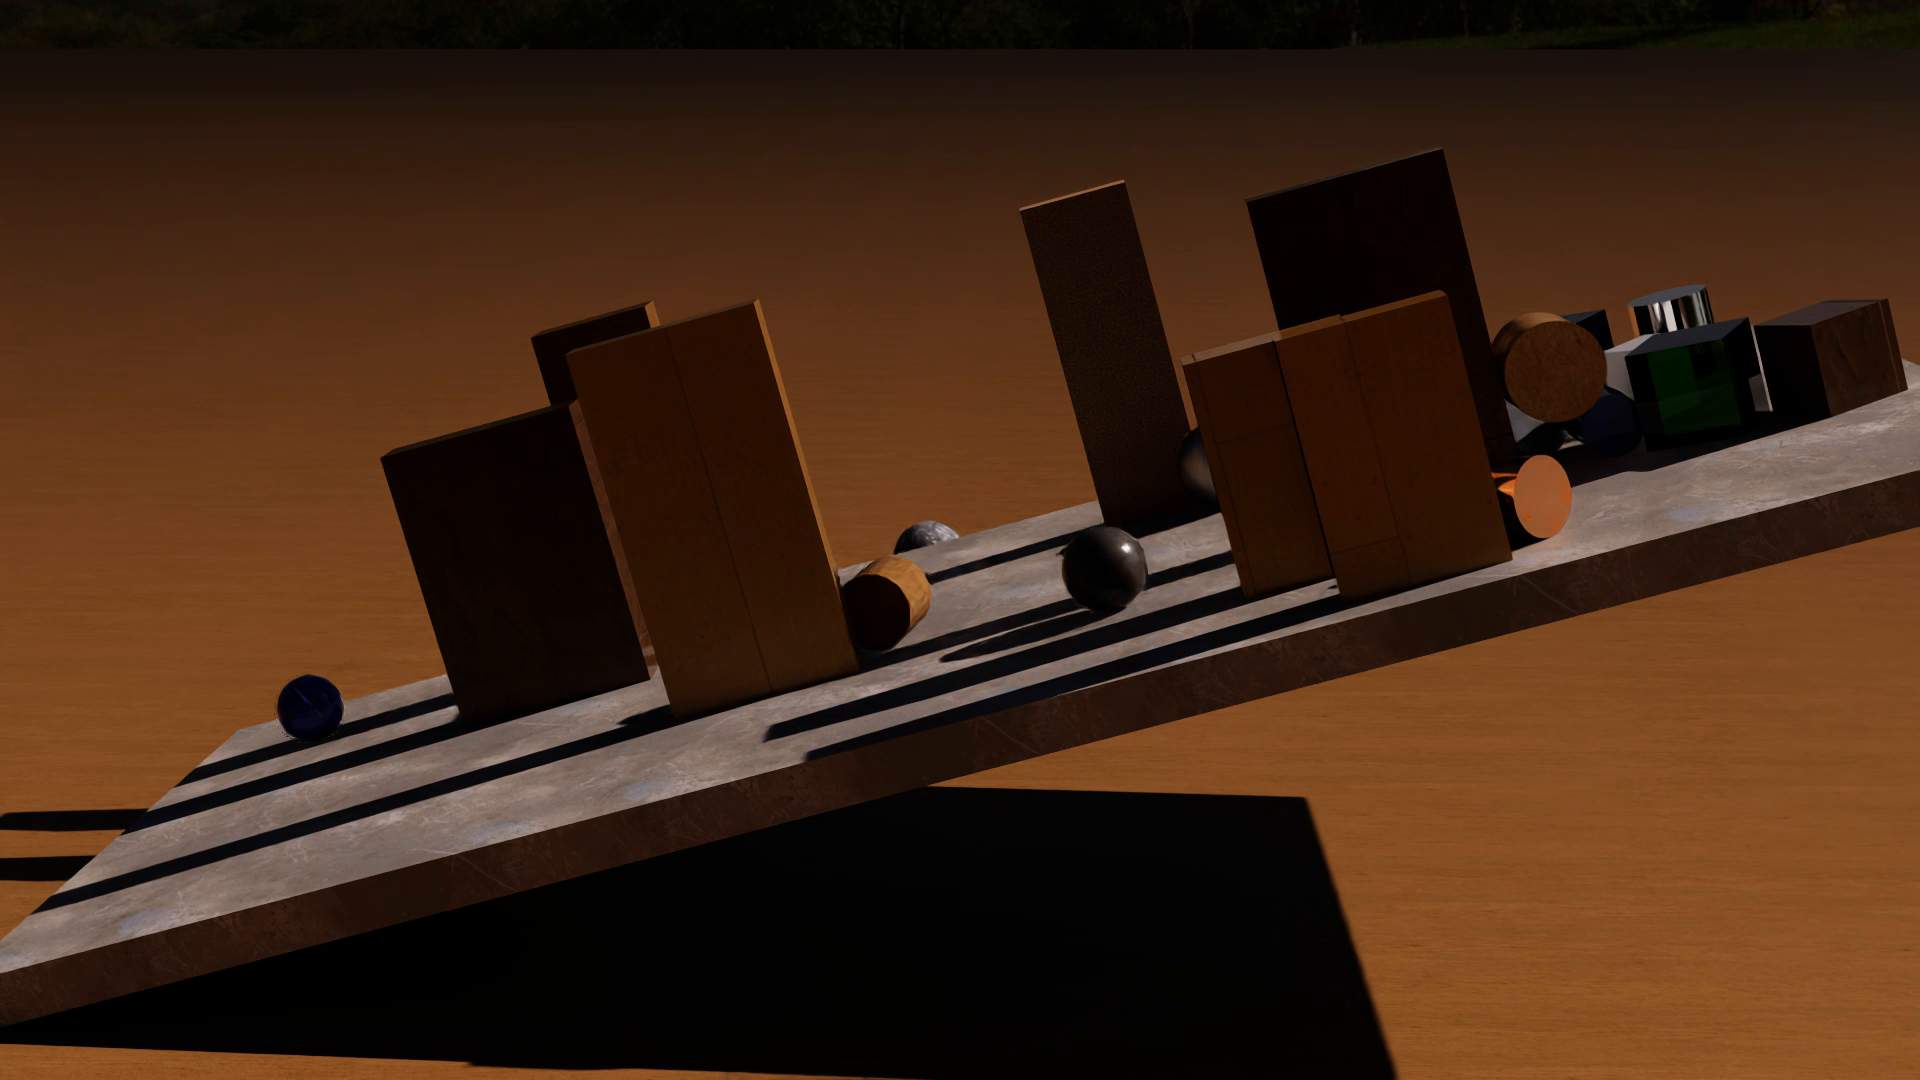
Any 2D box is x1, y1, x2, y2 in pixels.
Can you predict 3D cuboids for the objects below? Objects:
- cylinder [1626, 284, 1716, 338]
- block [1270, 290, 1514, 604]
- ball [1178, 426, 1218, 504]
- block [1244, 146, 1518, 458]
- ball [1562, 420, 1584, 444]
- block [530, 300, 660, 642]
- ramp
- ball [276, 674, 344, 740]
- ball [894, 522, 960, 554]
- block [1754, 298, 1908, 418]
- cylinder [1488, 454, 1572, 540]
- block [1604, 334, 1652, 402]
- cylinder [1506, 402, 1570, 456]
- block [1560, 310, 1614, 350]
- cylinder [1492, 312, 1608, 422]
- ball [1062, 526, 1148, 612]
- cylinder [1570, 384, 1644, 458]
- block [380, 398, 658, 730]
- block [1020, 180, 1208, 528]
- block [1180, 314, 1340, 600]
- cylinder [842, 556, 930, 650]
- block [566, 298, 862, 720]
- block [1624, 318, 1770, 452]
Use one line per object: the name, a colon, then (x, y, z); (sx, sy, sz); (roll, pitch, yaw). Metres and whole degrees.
cylinder: (1.649, -0.476, 6.779); (0.183, 0.183, 0.183); (-15, 9, 3)
block: (0.793, -0.170, 5.409); (0.321, 0.504, 0.102); (-15, 9, 4)
ball: (0.599, -0.178, 6.722); (0.197, 0.197, 0.197); (0, 10, 0)
block: (0.879, -0.417, 6.101); (0.412, 0.703, 0.086); (-15, 9, 4)
ball: (1.339, -0.264, 6.233); (0.124, 0.124, 0.124); (0, 10, 0)
block: (-0.764, -0.152, 7.009); (0.279, 0.780, 0.148); (-15, 9, 4)
ramp: (0.082, 0.190, 6.327); (4.000, 0.100, 2.000); (-15, 9, 4)
ball: (-1.543, 0.399, 6.984); (0.157, 0.157, 0.157); (0, 10, 0)
ball: (-0.077, 0.045, 7.469); (0.185, 0.185, 0.185); (0, 10, 0)
block: (1.761, -0.370, 5.953); (0.191, 0.191, 0.191); (-19, 10, -18)
cylinder: (1.039, -0.079, 5.541); (0.157, 0.157, 0.157); (-8, 3, -36)
block: (1.520, -0.363, 6.438); (0.148, 0.148, 0.148); (-21, 11, -32)
cylinder: (1.194, -0.277, 6.349); (0.187, 0.187, 0.187); (-5, 4, -25)
block: (1.381, -0.405, 6.786); (0.190, 0.190, 0.190); (-7, 13, 43)
cylinder: (1.218, -0.360, 6.106); (0.209, 0.209, 0.209); (0, 9, 1)
ball: (0.291, 0.057, 5.924); (0.173, 0.173, 0.173); (0, 10, 0)
cylinder: (1.344, -0.246, 6.103); (0.129, 0.129, 0.129); (0, 14, -1)
block: (-0.985, 0.054, 6.604); (0.437, 0.638, 0.135); (-15, 9, 4)
block: (0.360, -0.429, 6.823); (0.248, 0.767, 0.103); (-15, 9, 4)
block: (0.644, -0.162, 5.704); (0.320, 0.472, 0.136); (-15, 9, 4)
cylinder: (-0.162, 0.133, 6.244); (0.164, 0.164, 0.164); (3, 14, 14)
block: (-0.499, -0.060, 6.024); (0.397, 0.784, 0.096); (-15, 9, 4)
block: (1.511, -0.318, 6.023); (0.204, 0.204, 0.204); (-10, 11, 32)
